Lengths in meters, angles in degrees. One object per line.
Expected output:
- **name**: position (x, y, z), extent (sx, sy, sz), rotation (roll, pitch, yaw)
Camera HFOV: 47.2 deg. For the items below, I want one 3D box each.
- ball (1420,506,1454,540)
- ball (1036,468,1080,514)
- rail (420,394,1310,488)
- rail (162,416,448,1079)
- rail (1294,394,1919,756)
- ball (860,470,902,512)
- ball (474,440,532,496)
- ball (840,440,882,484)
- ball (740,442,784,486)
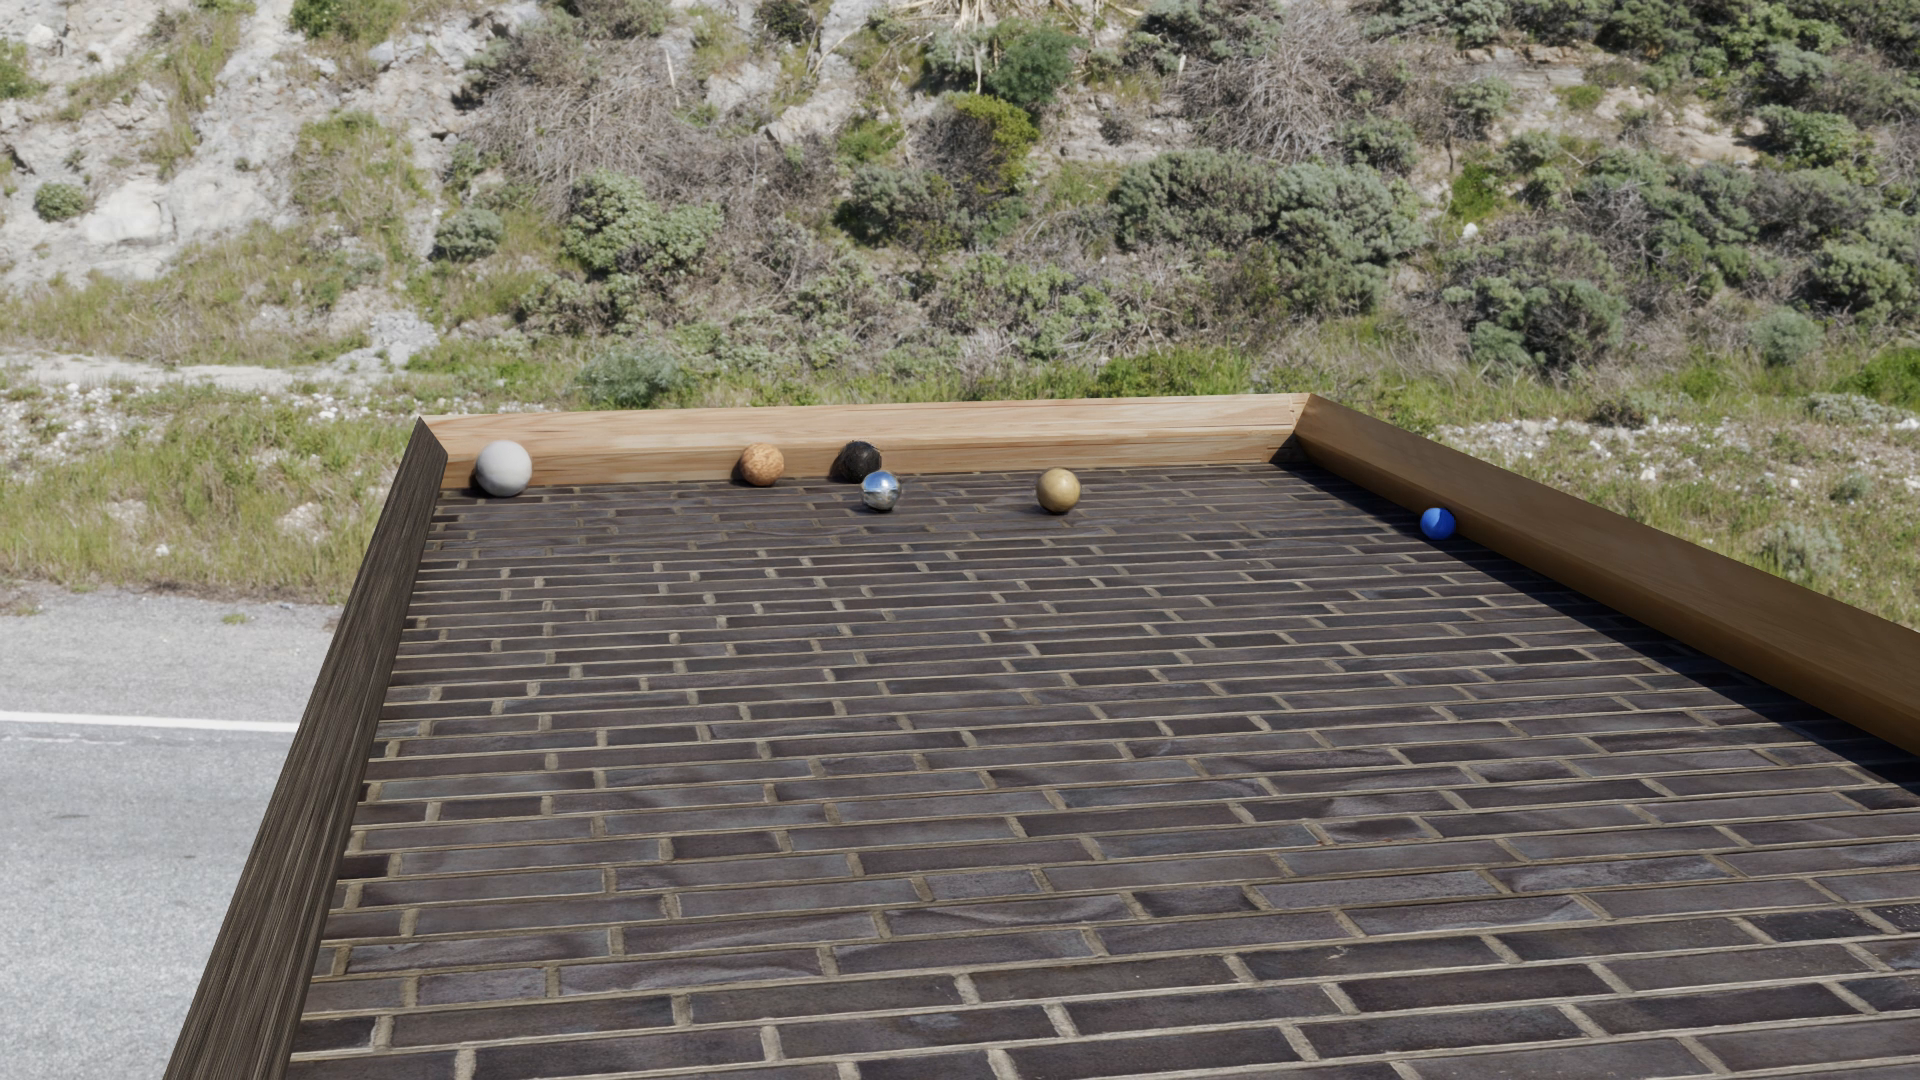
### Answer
- **ball**: position (0.683, -0.024, 3.147), extent (0.048, 0.048, 0.048), rotation (0, 12, 0)
- **ball**: position (0.149, -0.075, 3.346), extent (0.068, 0.068, 0.068), rotation (0, 12, 0)
- **rail**: position (-0.127, -0.164, 3.657), extent (1.504, 0.118, 0.045), rotation (-2, 12, -10)
- **rail**: position (-0.585, 0.141, 2.161), extent (0.045, 0.118, 2.884), rotation (-2, 12, -10)
- **rail**: position (0.848, 0.088, 2.421), extent (0.045, 0.118, 2.884), rotation (-2, 12, -10)
- **ball**: position (-0.121, -0.075, 3.361), extent (0.063, 0.063, 0.063), rotation (0, 12, 0)
- **ball**: position (-0.723, -0.113, 3.480), extent (0.091, 0.091, 0.091), rotation (0, 12, 0)
- **ball**: position (-0.163, -0.128, 3.605), extent (0.070, 0.070, 0.070), rotation (0, 12, 0)
- **ball**: position (-0.322, -0.123, 3.575), extent (0.072, 0.072, 0.072), rotation (0, 12, 0)
